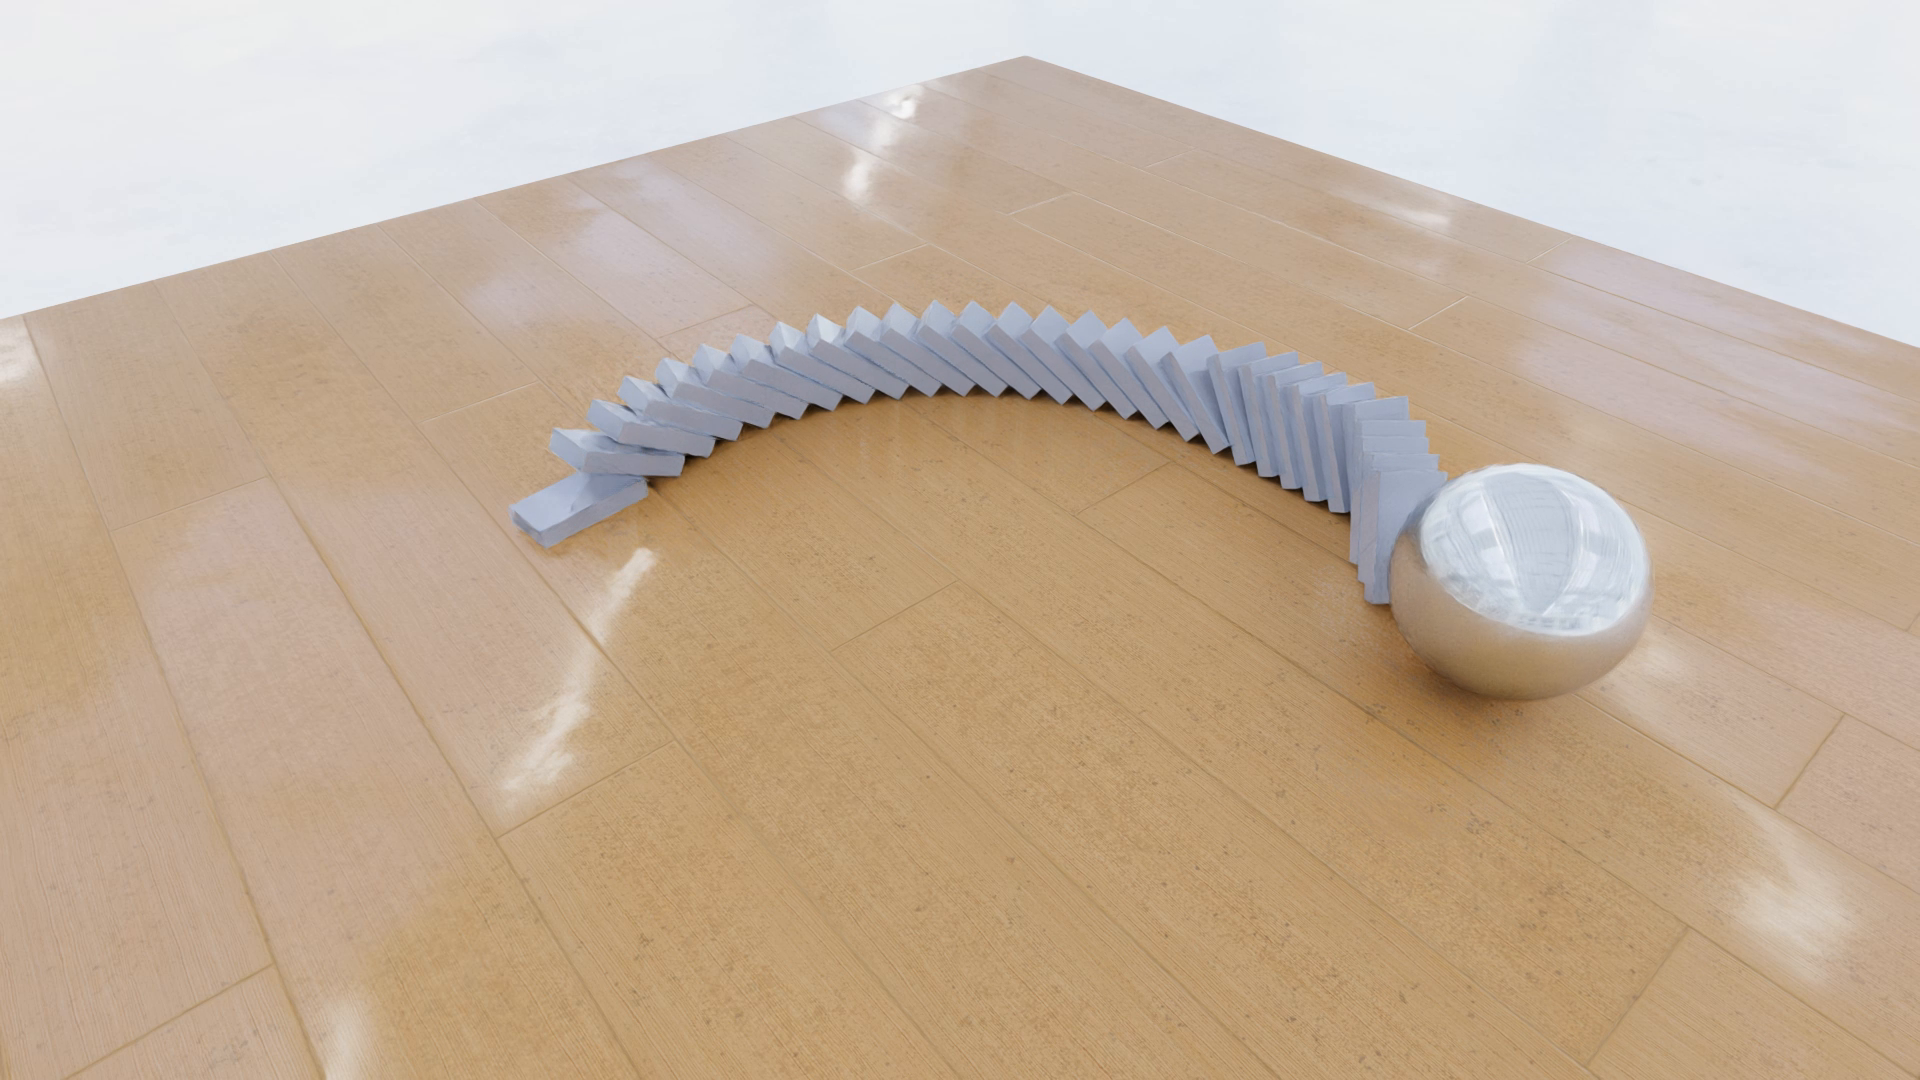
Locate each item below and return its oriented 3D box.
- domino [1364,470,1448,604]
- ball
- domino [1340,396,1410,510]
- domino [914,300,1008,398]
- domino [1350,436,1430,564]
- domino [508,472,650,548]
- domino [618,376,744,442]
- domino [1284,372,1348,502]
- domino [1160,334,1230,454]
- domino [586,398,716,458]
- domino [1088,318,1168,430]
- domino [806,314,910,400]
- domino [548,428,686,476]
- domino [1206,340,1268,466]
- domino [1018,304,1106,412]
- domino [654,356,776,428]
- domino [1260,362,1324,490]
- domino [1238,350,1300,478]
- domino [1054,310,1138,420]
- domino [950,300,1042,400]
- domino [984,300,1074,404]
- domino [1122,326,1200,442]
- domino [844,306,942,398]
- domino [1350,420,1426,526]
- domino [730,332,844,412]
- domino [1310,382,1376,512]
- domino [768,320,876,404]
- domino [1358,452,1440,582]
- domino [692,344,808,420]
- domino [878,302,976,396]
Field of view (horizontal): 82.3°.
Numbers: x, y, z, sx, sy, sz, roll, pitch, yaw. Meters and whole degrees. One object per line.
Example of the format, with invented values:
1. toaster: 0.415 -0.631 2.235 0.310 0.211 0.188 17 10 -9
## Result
1. domino: 0.168 -0.001 0.415 0.025 0.050 0.009 1 7 1
2. ball: 0.187 0.014 0.371 0.080 0.080 0.080 0 39 0
3. domino: 0.173 -0.033 0.453 0.025 0.050 0.009 -9 7 -15
4. domino: 0.003 -0.093 0.535 0.050 0.010 0.025 34 37 -16
5. domino: 0.169 -0.015 0.433 0.025 0.050 0.010 1 7 1
6. domino: -0.160 -0.017 0.464 0.025 0.010 0.050 31 49 32
7. domino: -0.125 -0.059 0.494 0.050 0.009 0.025 11 22 -48
8. domino: 0.155 -0.044 0.467 0.025 0.050 0.010 -16 9 -19
9. domino: 0.115 -0.067 0.501 0.025 0.010 0.050 -26 85 -29
10. domino: -0.135 -0.049 0.482 0.025 0.010 0.050 32 14 33
11. domino: 0.085 -0.079 0.517 0.050 0.010 0.025 50 52 0
12. domino: -0.049 -0.088 0.529 0.050 0.009 0.025 25 29 -29
13. domino: -0.146 -0.037 0.470 0.025 0.010 0.050 30 18 32
14. domino: 0.129 -0.061 0.490 0.025 0.050 0.009 -18 3 -20
15. domino: 0.054 -0.087 0.528 0.050 0.010 0.025 43 45 -6
16. domino: -0.112 -0.067 0.504 0.050 0.010 0.025 15 24 -41
17. domino: 0.147 -0.049 0.474 0.025 0.050 0.010 -17 9 -19
18. domino: 0.139 -0.055 0.481 0.025 0.050 0.009 -17 9 -19
19. domino: 0.070 -0.084 0.524 0.050 0.009 0.025 47 49 -2
20. domino: 0.020 -0.092 0.534 0.050 0.010 0.025 37 39 -13
21. domino: 0.037 -0.091 0.532 0.050 0.010 0.025 41 43 -8
22. domino: 0.100 -0.073 0.510 0.025 0.010 0.050 -34 87 -34
23. domino: -0.032 -0.091 0.533 0.050 0.010 0.025 29 32 -23
24. domino: 0.172 -0.023 0.442 0.025 0.050 0.009 0 7 0
25. domino: -0.082 -0.079 0.519 0.050 0.010 0.025 18 27 -36
26. domino: 0.164 -0.039 0.461 0.025 0.050 0.009 -15 9 -19
27. domino: -0.066 -0.085 0.525 0.050 0.009 0.025 22 29 -31
28. domino: 0.169 -0.008 0.424 0.025 0.050 0.009 1 7 1
29. domino: -0.097 -0.073 0.512 0.050 0.010 0.025 17 25 -39
30. domino: -0.015 -0.092 0.534 0.050 0.009 0.025 31 34 -21
